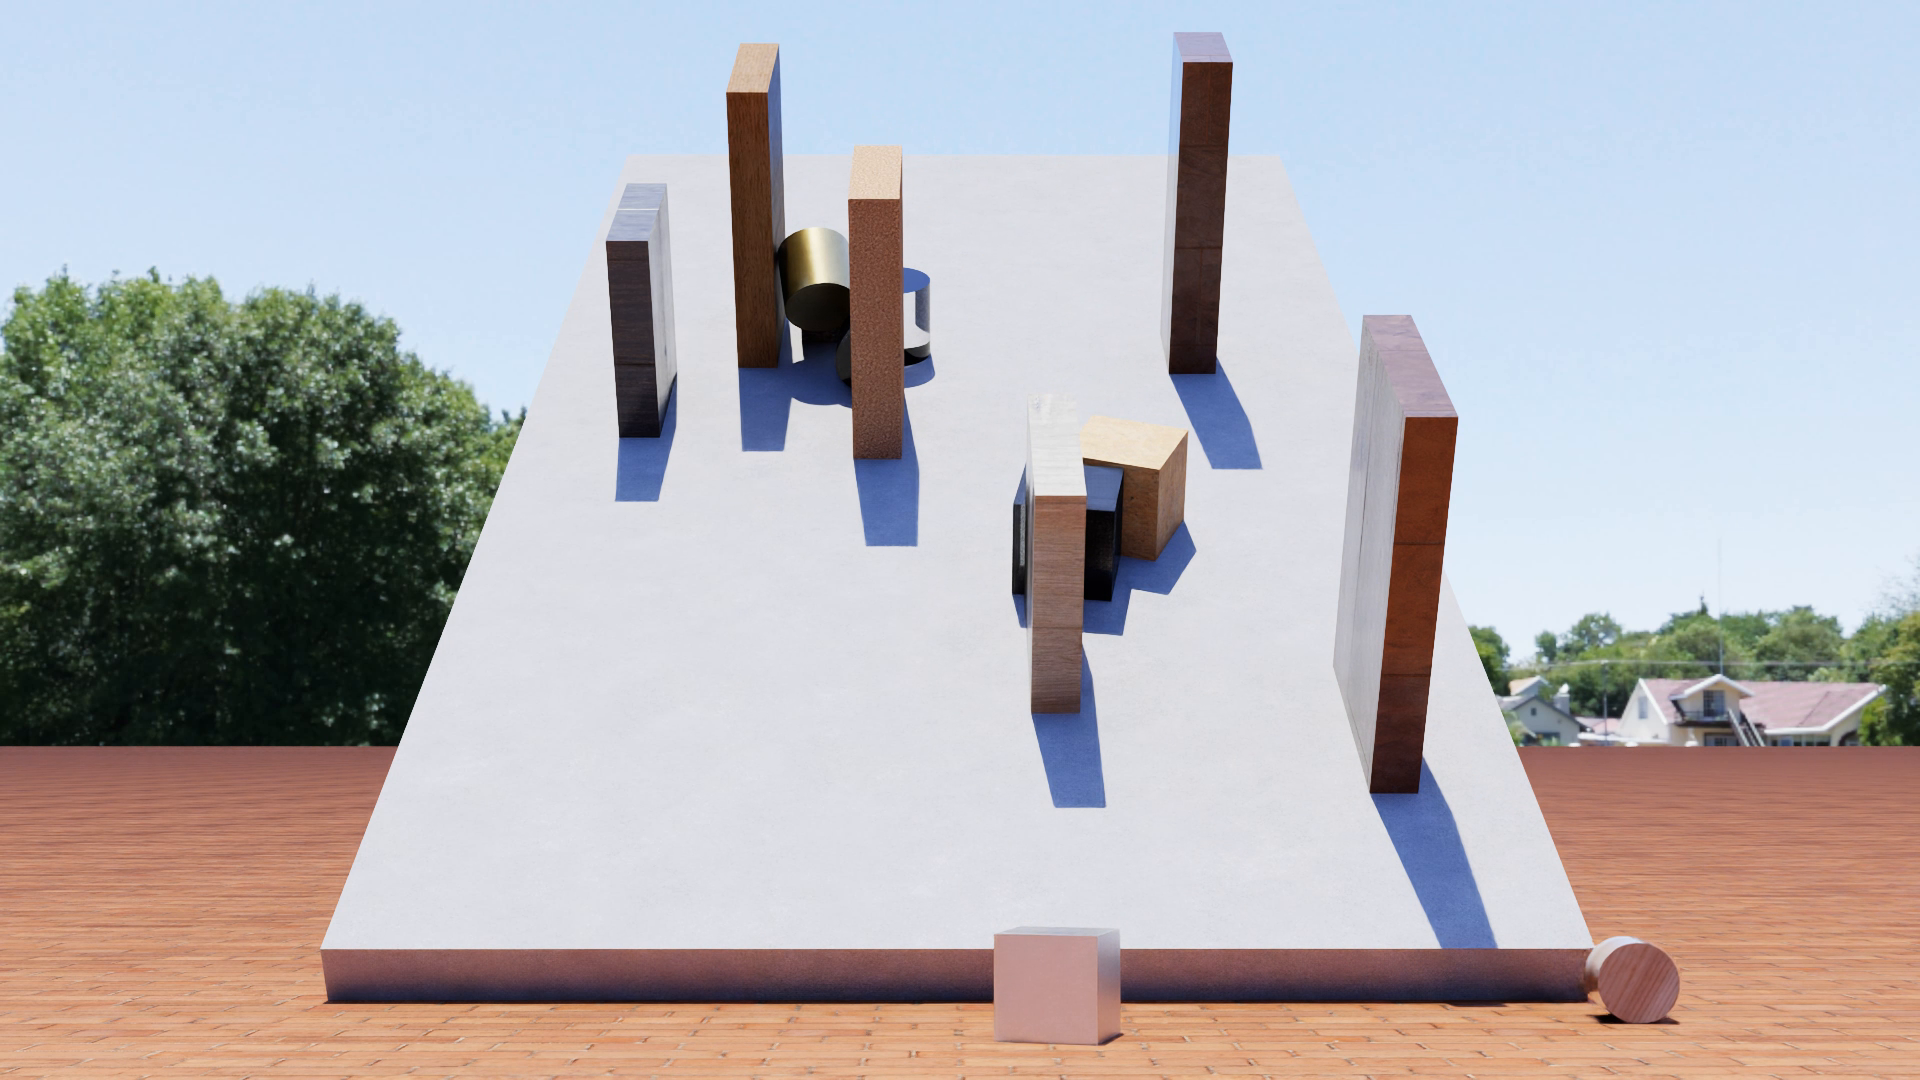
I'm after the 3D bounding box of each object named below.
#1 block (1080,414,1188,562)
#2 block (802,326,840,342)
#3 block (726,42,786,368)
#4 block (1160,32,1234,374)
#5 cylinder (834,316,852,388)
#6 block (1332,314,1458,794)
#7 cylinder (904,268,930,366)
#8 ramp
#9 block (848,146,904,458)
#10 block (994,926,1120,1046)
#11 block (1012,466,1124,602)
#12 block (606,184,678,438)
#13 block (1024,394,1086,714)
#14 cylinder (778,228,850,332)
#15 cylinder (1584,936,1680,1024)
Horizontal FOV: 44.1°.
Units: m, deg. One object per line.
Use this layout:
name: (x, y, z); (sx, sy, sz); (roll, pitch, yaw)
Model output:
block: (0.342, -0.111, 4.960); (0.210, 0.210, 0.210); (10, 29, 19)
block: (-0.317, -0.602, 5.972); (0.159, 0.159, 0.159); (0, 27, 0)
block: (-0.494, -0.823, 5.822); (0.096, 0.689, 0.423); (0, 27, 0)
block: (0.564, -0.806, 5.703); (0.115, 0.772, 0.258); (0, 27, 0)
cylinder: (-0.218, -0.457, 5.693); (0.155, 0.155, 0.155); (0, 27, 1)
block: (0.753, 0.021, 4.151); (0.085, 0.715, 0.441); (0, 27, 0)
cylinder: (-0.167, -0.550, 5.838); (0.190, 0.190, 0.190); (0, 27, 0)
ramp: (-0.011, -0.226, 5.524); (2.000, 0.100, 4.000); (0, 27, 0)
block: (-0.186, -0.539, 5.353); (0.109, 0.611, 0.372); (0, 27, 0)
block: (0.136, 0.618, 3.301); (0.146, 0.146, 0.146); (-1, -5, 16)
block: (0.219, -0.019, 4.791); (0.201, 0.201, 0.201); (4, 27, 8)
block: (-0.733, -0.535, 5.492); (0.093, 0.475, 0.393); (0, 27, 0)
block: (0.175, 0.019, 4.448); (0.090, 0.445, 0.442); (0, 27, 0)
cylinder: (-0.345, -0.631, 5.753); (0.178, 0.178, 0.178); (-7, -35, -5)
cylinder: (0.993, 0.650, 3.510); (0.117, 0.117, 0.117); (0, -5, 5)
